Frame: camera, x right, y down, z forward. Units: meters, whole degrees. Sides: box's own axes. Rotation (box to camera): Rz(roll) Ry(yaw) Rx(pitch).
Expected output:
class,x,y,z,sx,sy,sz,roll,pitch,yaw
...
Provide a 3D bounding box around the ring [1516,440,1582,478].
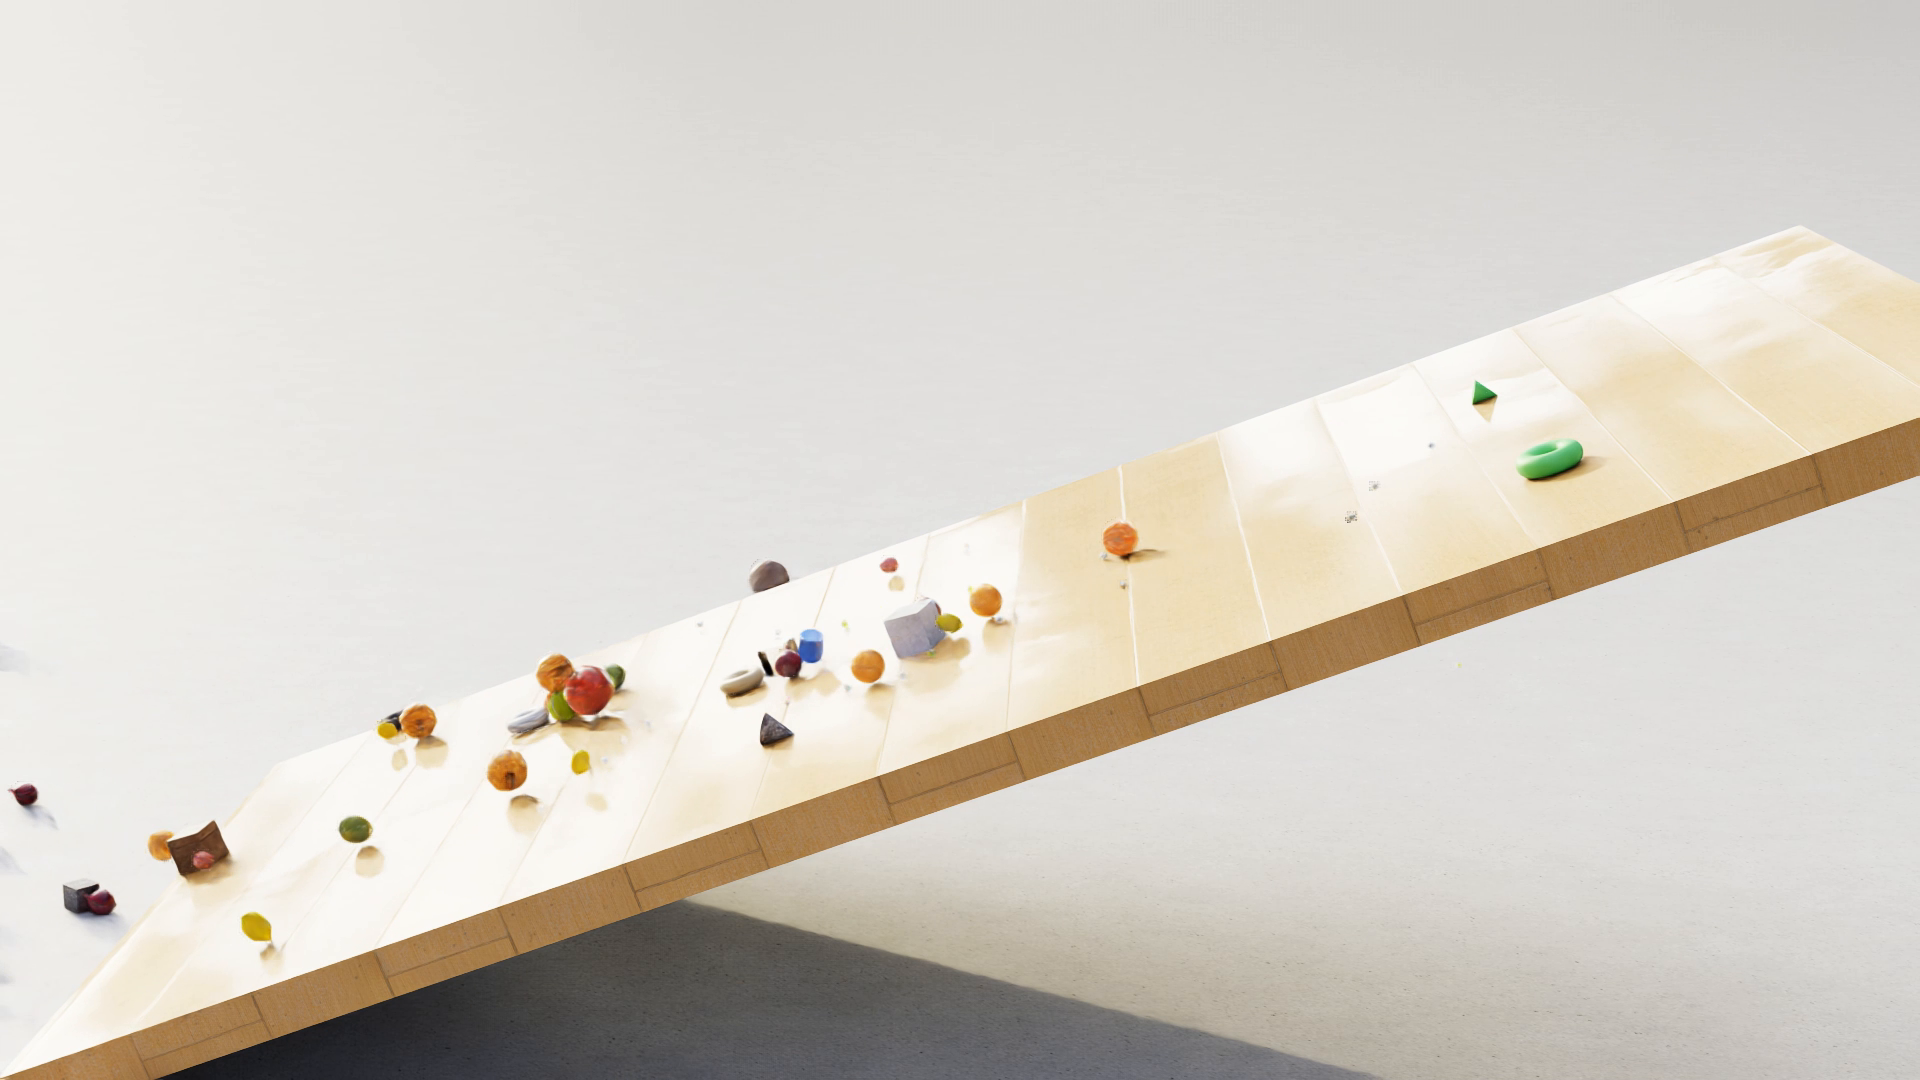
class,x,y,z,sx,sy,sz,roll,pitch,yaw
ring,1.139,-0.158,5.685,0.133,0.044,0.133,-19,12,4

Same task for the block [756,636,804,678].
class,x,y,z,sx,sy,sz,roll,pitch,yaw
block,-0.391,0.256,6.407,0.064,0.064,0.064,-15,13,27

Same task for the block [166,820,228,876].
class,x,y,z,sx,sy,sz,roll,pitch,yaw
block,-1.725,0.695,6.658,0.085,0.085,0.085,-17,12,18

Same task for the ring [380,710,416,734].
class,x,y,z,sx,sy,sz,roll,pitch,yaw
ring,-1.406,0.453,7.356,0.100,0.033,0.100,-19,12,4

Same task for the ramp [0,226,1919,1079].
class,x,y,z,sx,sy,sz,roll,pitch,yaw
ramp,0.116,0.177,6.297,4.000,0.100,2.000,-19,11,6

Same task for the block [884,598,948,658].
class,x,y,z,sx,sy,sz,roll,pitch,yaw
block,-0.094,0.185,6.155,0.085,0.085,0.085,-15,13,26

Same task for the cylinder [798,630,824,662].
class,x,y,z,sx,sy,sz,roll,pitch,yaw
cylinder,-0.322,0.229,6.349,0.053,0.053,0.053,5,29,-3

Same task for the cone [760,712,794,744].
class,x,y,z,sx,sy,sz,roll,pitch,yaw
cone,-0.358,0.381,5.853,0.067,0.067,0.067,13,14,4

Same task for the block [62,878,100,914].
class,x,y,z,sx,sy,sz,roll,pitch,yaw
block,-2.005,0.812,6.713,0.059,0.059,0.059,12,17,42

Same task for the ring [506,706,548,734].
class,x,y,z,sx,sy,sz,roll,pitch,yaw
ring,-1.001,0.417,6.803,0.106,0.035,0.106,-20,10,4

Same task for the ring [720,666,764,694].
class,x,y,z,sx,sy,sz,roll,pitch,yaw
ring,-0.474,0.306,6.397,0.104,0.035,0.104,-19,12,4
